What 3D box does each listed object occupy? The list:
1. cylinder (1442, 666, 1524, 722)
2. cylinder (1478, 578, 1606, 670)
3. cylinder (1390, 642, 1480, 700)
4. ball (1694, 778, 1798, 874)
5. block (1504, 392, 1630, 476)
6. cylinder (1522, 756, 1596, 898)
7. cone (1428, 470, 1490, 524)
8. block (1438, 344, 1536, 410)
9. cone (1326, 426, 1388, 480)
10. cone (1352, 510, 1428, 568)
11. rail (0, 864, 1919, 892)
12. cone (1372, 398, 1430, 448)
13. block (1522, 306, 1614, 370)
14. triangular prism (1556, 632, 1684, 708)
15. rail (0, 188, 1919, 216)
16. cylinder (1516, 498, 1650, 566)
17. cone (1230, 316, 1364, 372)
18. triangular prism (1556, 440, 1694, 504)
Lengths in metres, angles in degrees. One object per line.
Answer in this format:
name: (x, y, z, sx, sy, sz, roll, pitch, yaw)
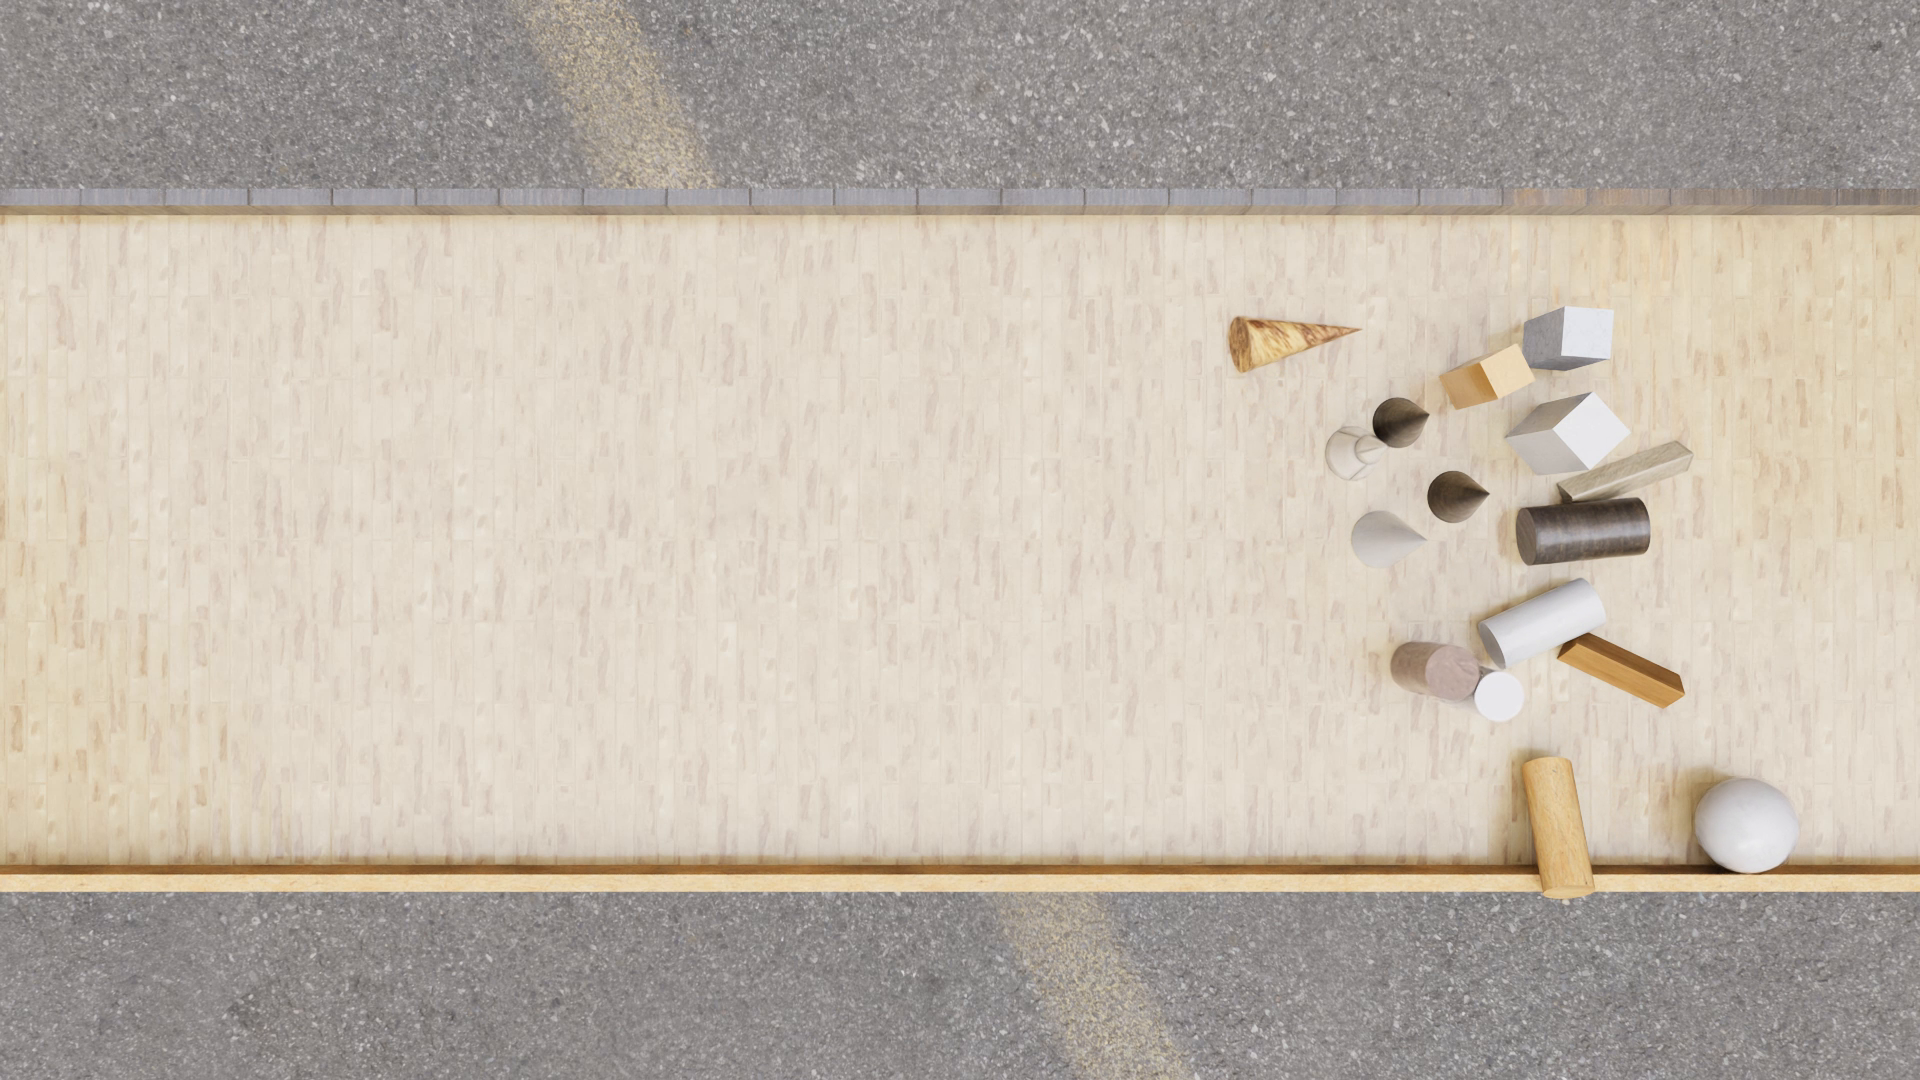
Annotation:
cylinder: (1.549, 0.450, 4.916, 0.145, 0.314, 0.145, 0, 91, -3)
cylinder: (1.762, 0.254, 4.997, 0.330, 0.160, 0.160, -24, 90, 0)
cylinder: (1.405, 0.385, 4.894, 0.156, 0.359, 0.156, 0, 88, -1)
ball: (2.351, 0.854, 4.935, 0.283, 0.283, 0.283, 0, 90, 0)
block: (1.783, -0.309, 4.866, 0.157, 0.421, 0.157, -42, 90, 0)
cylinder: (1.782, 0.858, 4.920, 0.146, 0.146, 0.391, 0, 62, 0)
cone: (1.518, -0.132, 4.899, 0.162, 0.355, 0.162, 0, 90, 0)
block: (1.552, -0.478, 4.875, 0.118, 0.403, 0.118, -27, 90, 0)
cone: (1.206, -0.266, 4.856, 0.169, 0.439, 0.169, 0, 90, 0)
cone: (1.303, 0.000, 4.849, 0.178, 0.448, 0.178, 0, 90, -3)
rail: (-2.247, 1.025, 5.001, 12.000, 0.150, 0.050, 0, 90, 0)
cone: (1.348, -0.361, 4.902, 0.157, 0.349, 0.157, 0, 90, 0)
block: (1.802, -0.596, 4.905, 0.141, 0.343, 0.141, 4, 90, 0)
triangular prism: (2.023, 0.391, 5.024, 0.361, 0.099, 0.114, 25, 90, 0)
rail: (-2.247, -1.025, 5.002, 12.000, 0.150, 0.050, 0, 90, 0)
cylinder: (1.882, -0.026, 4.988, 0.341, 0.177, 0.177, -5, 90, 0)
cone: (1.046, -0.620, 5.035, 0.409, 0.171, 0.171, -8, 90, -12)
triangular prism: (2.036, -0.194, 5.031, 0.392, 0.087, 0.100, -20, 90, 0)
